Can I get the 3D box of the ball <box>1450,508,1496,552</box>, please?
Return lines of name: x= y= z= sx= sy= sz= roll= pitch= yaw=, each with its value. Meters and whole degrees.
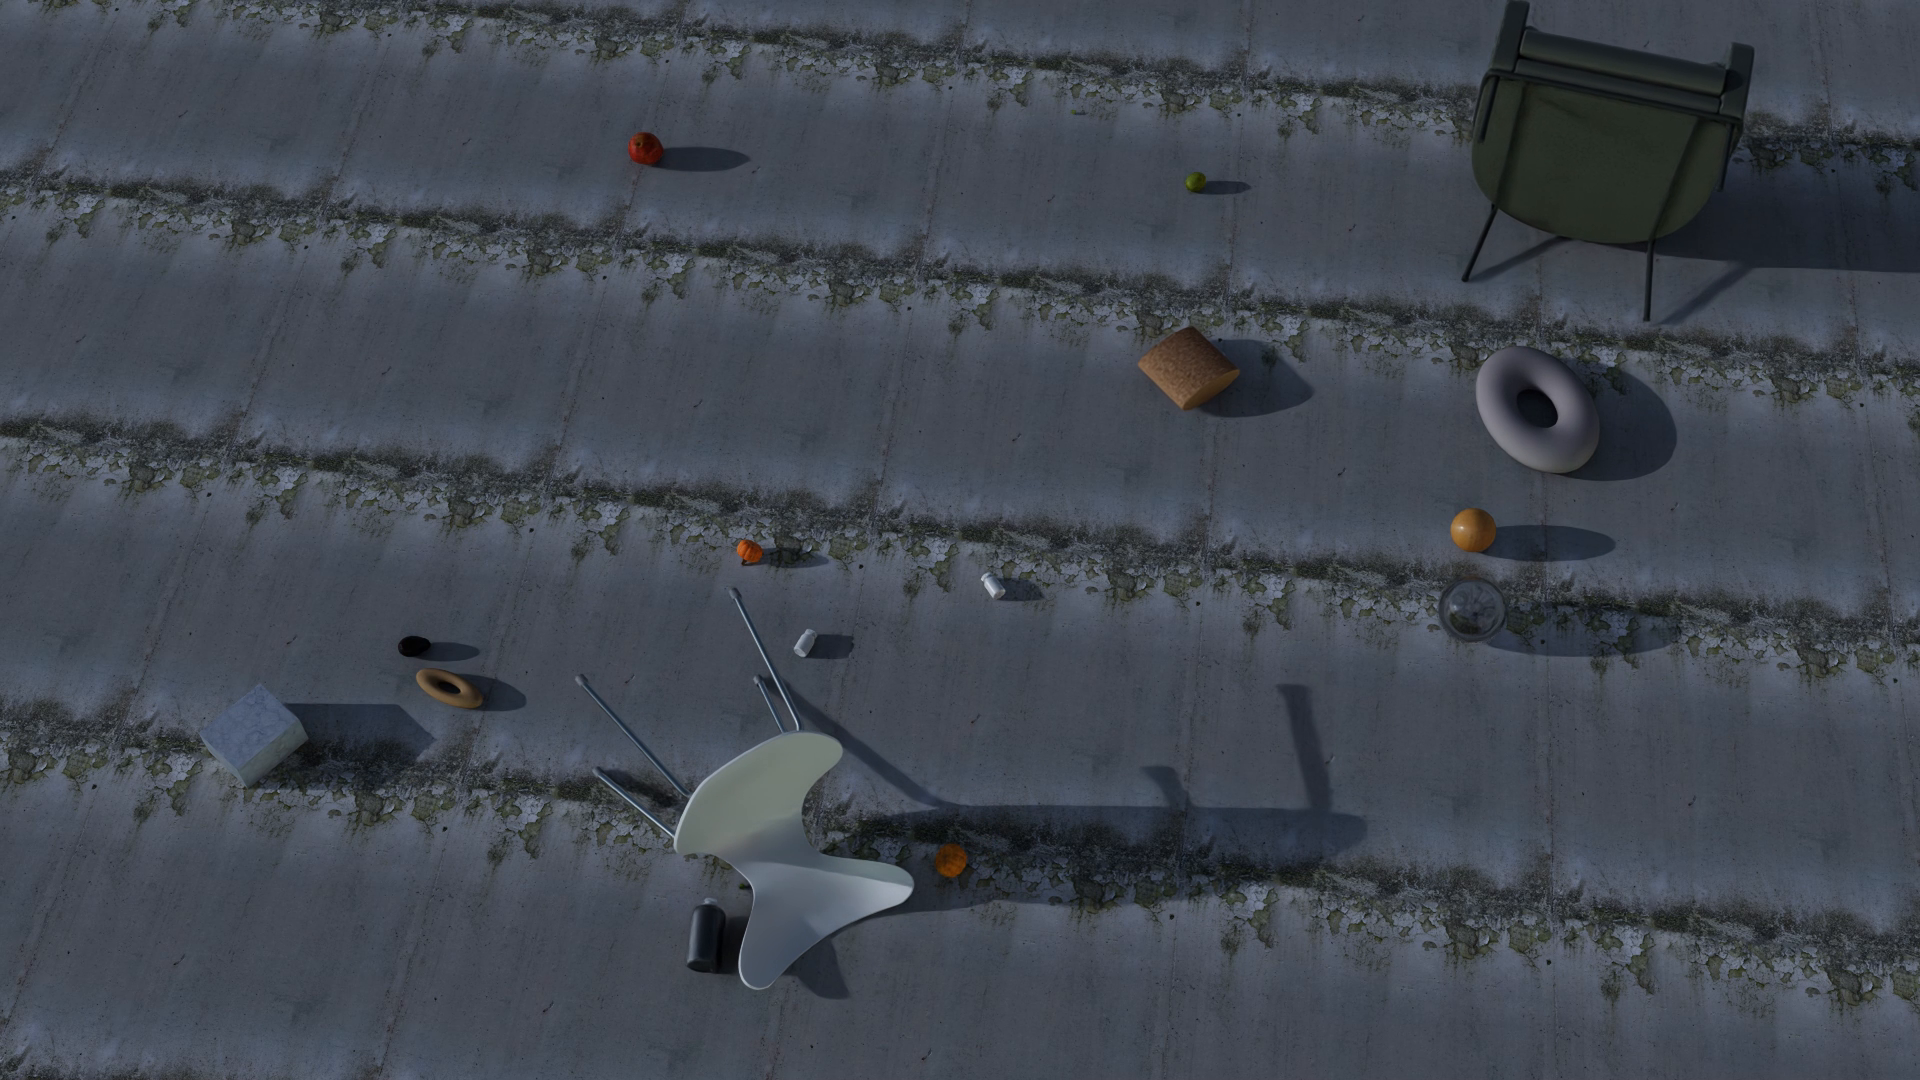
ball: x=1.520 y=-0.029 z=6.513 sx=0.133 sy=0.133 sz=0.133 roll=0 pitch=56 yaw=0

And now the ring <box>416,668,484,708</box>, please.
ring: x=-1.454 y=0.422 z=6.264 sx=0.221 sy=0.045 sz=0.089 roll=22 pitch=60 yaw=15

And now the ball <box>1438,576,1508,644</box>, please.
ball: x=1.474 y=0.201 z=6.323 sx=0.193 sy=0.193 sz=0.193 roll=0 pitch=56 yaw=0

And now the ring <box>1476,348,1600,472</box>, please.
ring: x=1.782 y=-0.405 z=6.792 sx=0.354 sy=0.092 sz=0.490 roll=-13 pitch=57 yaw=-8

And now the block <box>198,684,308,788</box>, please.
block: x=-1.971 y=0.547 z=6.139 sx=0.173 sy=0.112 sz=0.213 roll=37 pitch=63 yaw=22

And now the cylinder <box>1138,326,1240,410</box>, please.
cylinder: x=0.715 y=-0.538 z=6.878 sx=0.235 sy=0.094 sz=0.217 roll=-33 pitch=62 yaw=-18
